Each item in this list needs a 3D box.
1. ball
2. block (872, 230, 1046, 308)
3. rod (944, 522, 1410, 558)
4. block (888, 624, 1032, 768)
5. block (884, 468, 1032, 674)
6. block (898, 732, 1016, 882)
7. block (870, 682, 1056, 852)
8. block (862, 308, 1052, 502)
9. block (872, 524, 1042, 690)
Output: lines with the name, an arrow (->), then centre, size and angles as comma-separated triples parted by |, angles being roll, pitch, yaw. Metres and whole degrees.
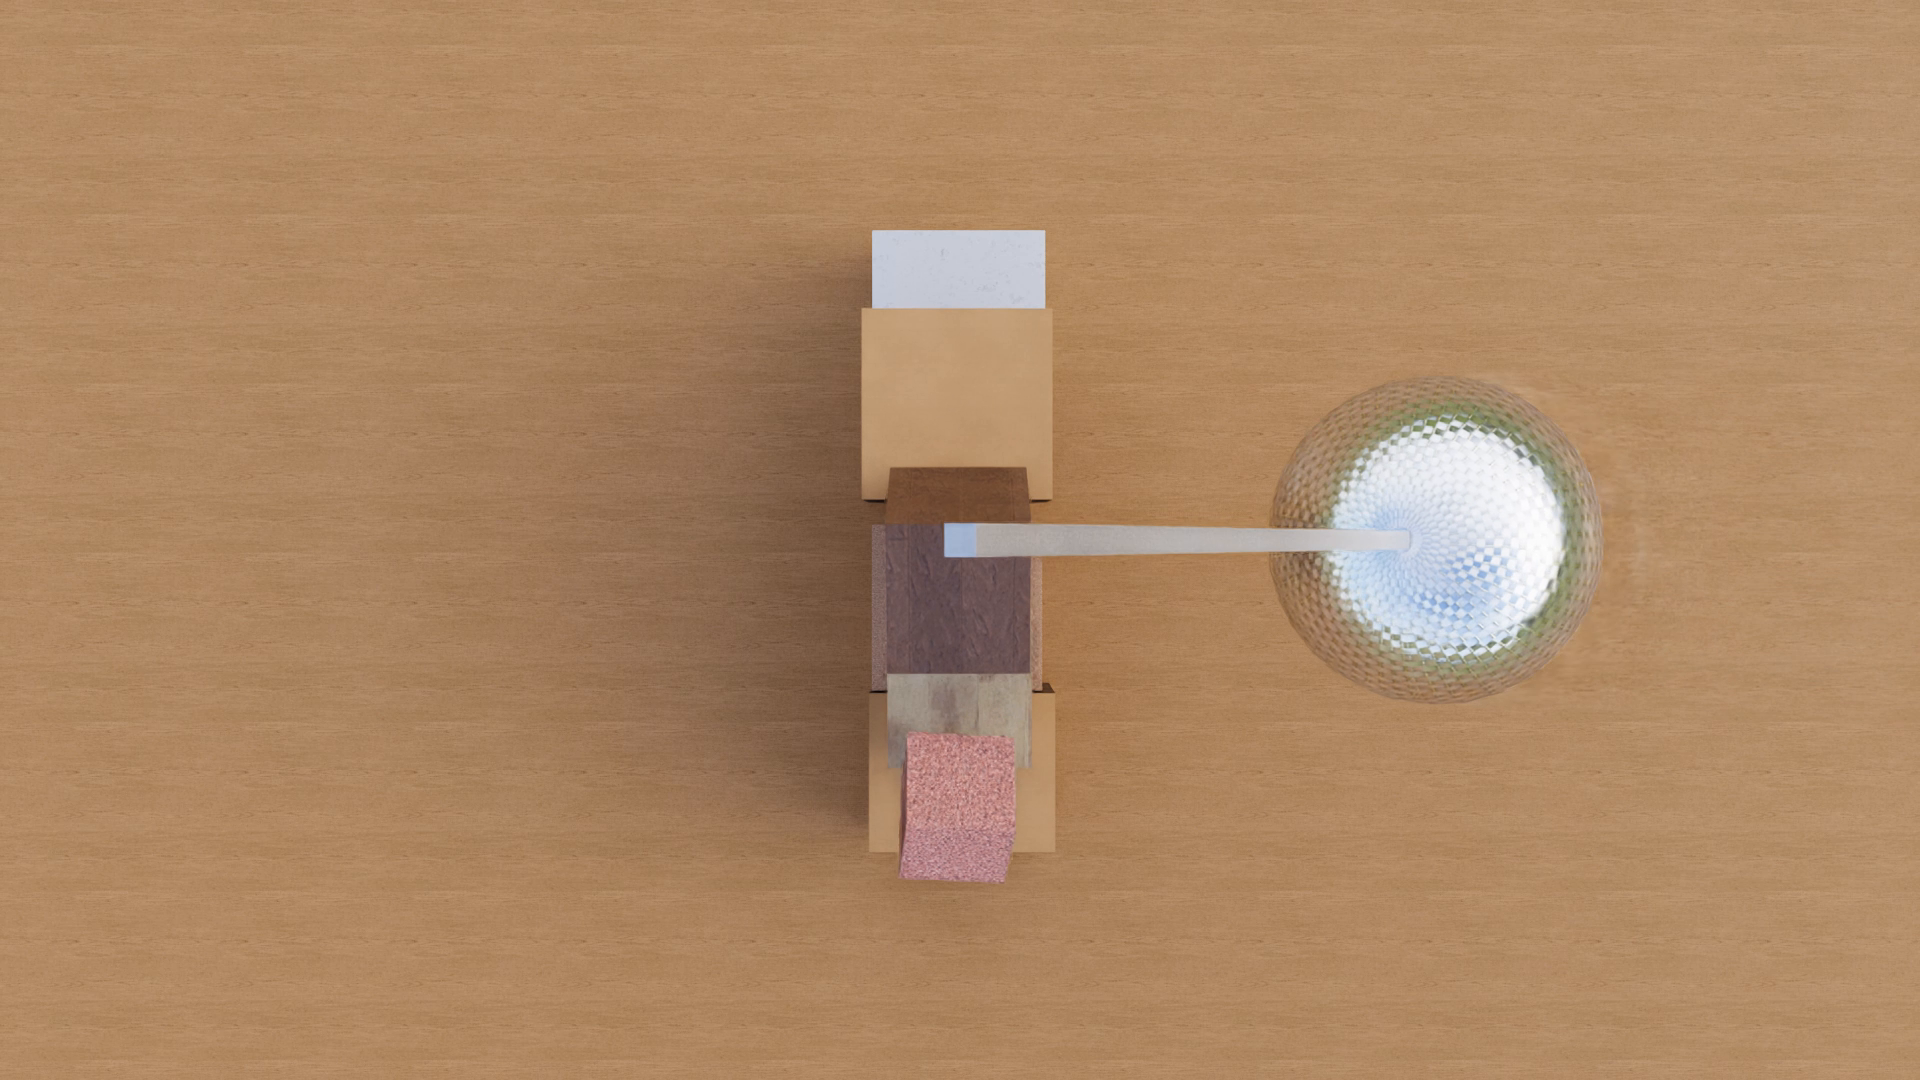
ball -> 2.295, 0.000, 10.673 | 1.600, 1.600, 1.600 | 0, 90, 0
block -> -0.006, -1.301, 12.604 | 0.960, 0.792, 0.834 | 0, 90, 0
rod -> 0.994, 0.000, 7.531 | 0.080, 5.200, 0.080 | 0, 90, 22
block -> -0.002, 0.814, 11.698 | 0.740, 0.816, 0.734 | 0, 89, 0
block -> -0.008, 0.140, 10.945 | 0.694, 0.851, 0.771 | 0, 110, 0
block -> -0.018, 1.347, 11.064 | 0.535, 0.527, 0.539 | 3, 53, -4
block -> 0.012, 1.281, 12.552 | 1.025, 0.895, 0.874 | 0, 90, 0
block -> -0.015, -0.698, 11.728 | 0.978, 0.912, 0.980 | 0, 90, 0
block -> -0.017, 0.374, 12.589 | 0.943, 0.823, 0.919 | 0, 90, 0
